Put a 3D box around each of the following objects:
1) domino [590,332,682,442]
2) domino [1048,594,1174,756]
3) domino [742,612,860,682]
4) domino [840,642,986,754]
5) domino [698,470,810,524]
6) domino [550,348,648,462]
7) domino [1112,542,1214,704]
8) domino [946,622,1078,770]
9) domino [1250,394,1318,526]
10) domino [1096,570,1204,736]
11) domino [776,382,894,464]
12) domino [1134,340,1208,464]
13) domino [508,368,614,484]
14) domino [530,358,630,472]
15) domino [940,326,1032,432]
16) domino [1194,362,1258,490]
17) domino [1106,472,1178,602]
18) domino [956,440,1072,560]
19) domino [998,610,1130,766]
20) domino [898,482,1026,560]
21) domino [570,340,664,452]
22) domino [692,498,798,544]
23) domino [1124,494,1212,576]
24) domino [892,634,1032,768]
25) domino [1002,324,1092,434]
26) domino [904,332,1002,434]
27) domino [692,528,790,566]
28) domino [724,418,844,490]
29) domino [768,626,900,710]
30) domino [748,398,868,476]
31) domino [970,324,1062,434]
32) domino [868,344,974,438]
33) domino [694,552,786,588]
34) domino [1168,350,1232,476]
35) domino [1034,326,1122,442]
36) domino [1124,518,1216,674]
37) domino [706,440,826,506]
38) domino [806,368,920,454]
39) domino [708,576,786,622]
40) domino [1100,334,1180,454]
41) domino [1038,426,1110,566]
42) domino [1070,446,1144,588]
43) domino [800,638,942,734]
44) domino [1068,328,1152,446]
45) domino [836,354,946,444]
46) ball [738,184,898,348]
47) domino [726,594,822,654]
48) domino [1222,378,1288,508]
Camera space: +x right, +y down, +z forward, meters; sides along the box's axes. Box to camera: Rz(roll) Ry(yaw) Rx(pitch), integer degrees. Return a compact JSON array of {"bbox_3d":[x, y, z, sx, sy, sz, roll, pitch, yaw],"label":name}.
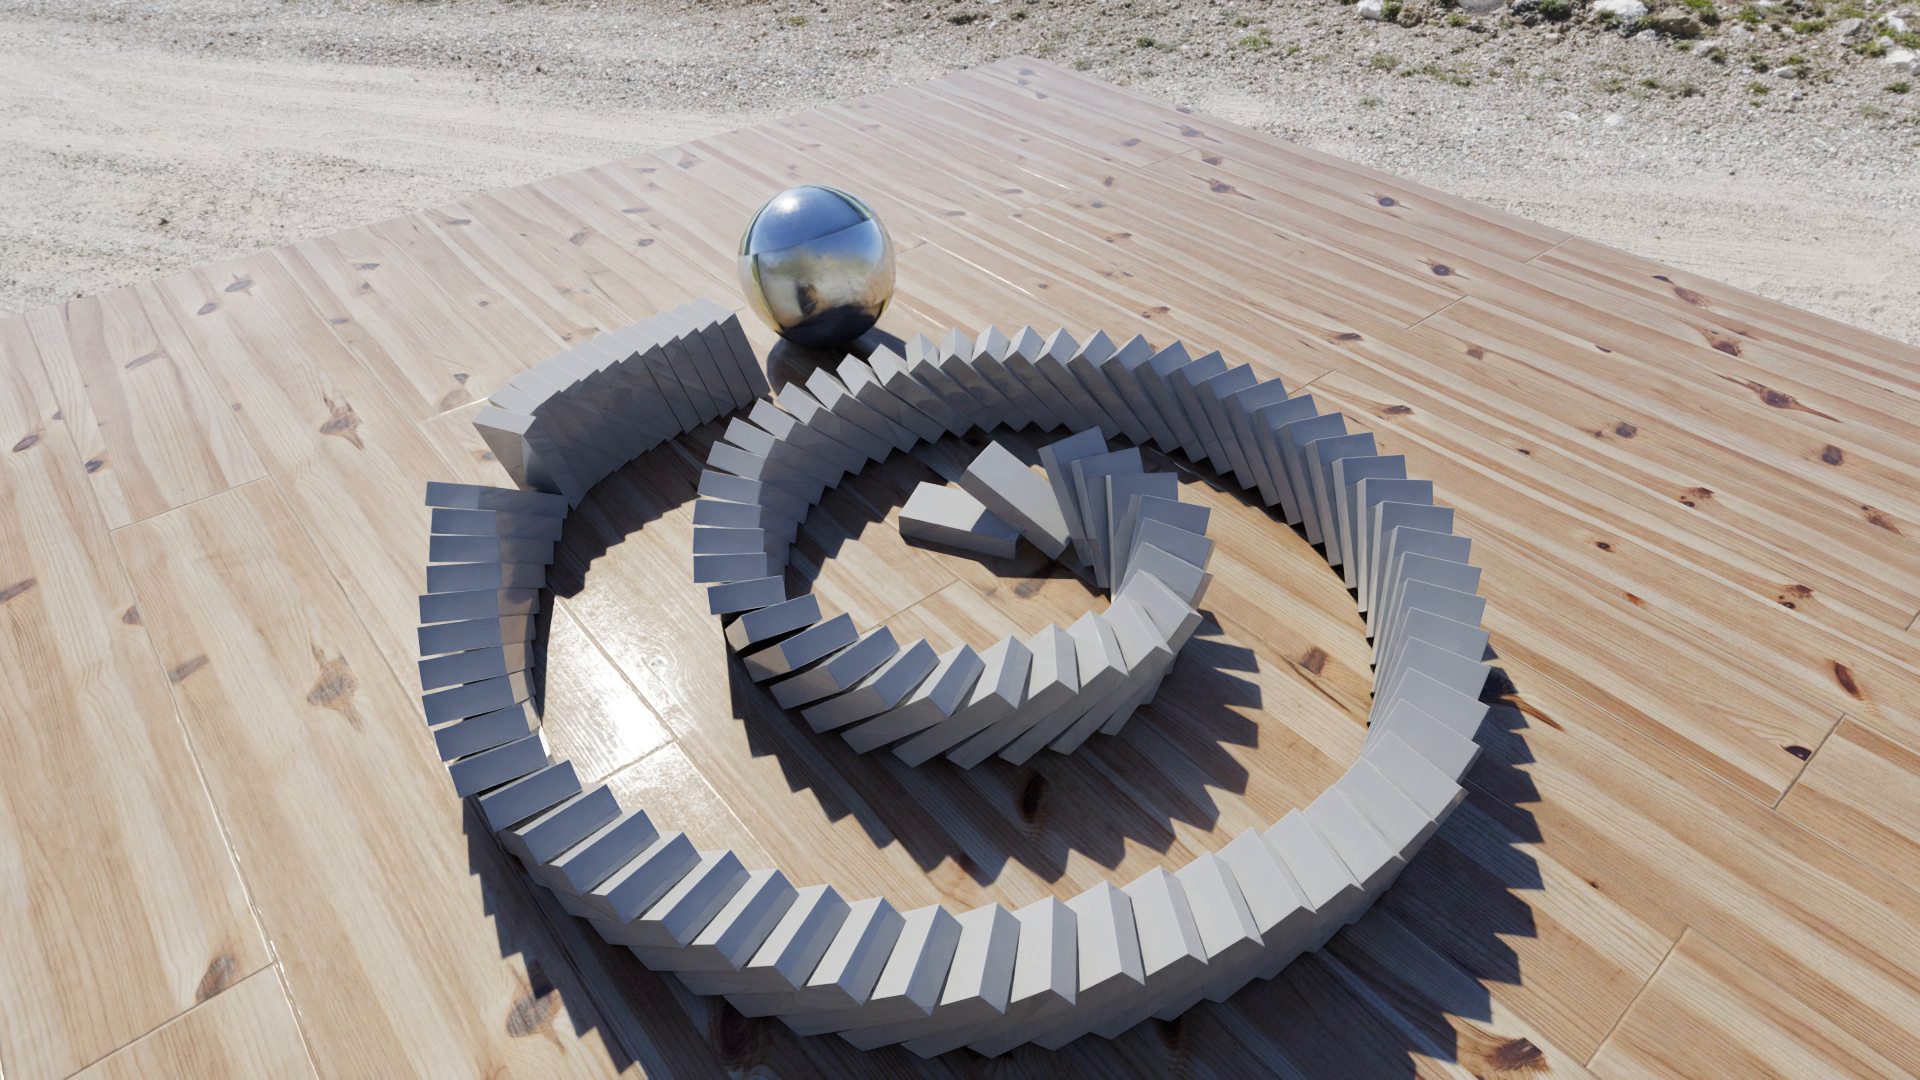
[{"bbox_3d":[-0.145,-0.068,0.494,0.025,0.050,0.010,30,65,31],"label":"domino"},{"bbox_3d":[0.045,0.045,0.362,0.010,0.050,0.025,27,24,-37],"label":"domino"},{"bbox_3d":[-0.055,0.037,0.372,0.025,0.050,0.009,-24,90,-27],"label":"domino"},{"bbox_3d":[-0.016,0.052,0.354,0.009,0.050,0.025,49,47,-10],"label":"domino"},{"bbox_3d":[-0.081,-0.017,0.438,0.025,0.009,0.050,12,-4,14],"label":"domino"},{"bbox_3d":[-0.158,-0.059,0.483,0.025,0.050,0.010,30,65,31],"label":"domino"},{"bbox_3d":[0.065,0.029,0.381,0.025,0.050,0.009,29,7,30],"label":"domino"},{"bbox_3d":[0.016,0.051,0.355,0.010,0.050,0.025,36,32,-25],"label":"domino"},{"bbox_3d":[0.142,-0.034,0.460,0.025,0.009,0.050,-16,85,-19],"label":"domino"},{"bbox_3d":[0.056,0.038,0.370,0.010,0.050,0.025,21,18,-47],"label":"domino"},{"bbox_3d":[-0.054,-0.051,0.480,0.025,0.009,0.050,39,9,38],"label":"domino"},{"bbox_3d":[0.102,-0.062,0.494,0.025,0.009,0.050,-35,94,-35],"label":"domino"},{"bbox_3d":[-0.170,-0.048,0.470,0.025,0.050,0.009,30,65,31],"label":"domino"},{"bbox_3d":[-0.164,-0.053,0.476,0.025,0.050,0.009,30,65,31],"label":"domino"},{"bbox_3d":[0.012,-0.074,0.508,0.050,0.010,0.025,37,31,-25],"label":"domino"},{"bbox_3d":[0.124,-0.050,0.479,0.025,0.010,0.050,-23,88,-27],"label":"domino"},{"bbox_3d":[0.069,0.000,0.415,0.025,0.050,0.010,-3,3,-3],"label":"domino"},{"bbox_3d":[0.026,-0.016,0.445,0.050,0.010,0.025,38,43,2],"label":"domino"},{"bbox_3d":[0.031,0.048,0.358,0.009,0.050,0.025,31,27,-31],"label":"domino"},{"bbox_3d":[0.003,-0.008,0.454,0.050,0.010,0.025,13,41,15],"label":"domino"},{"bbox_3d":[-0.152,-0.064,0.489,0.025,0.050,0.009,30,65,31],"label":"domino"},{"bbox_3d":[-0.082,-0.007,0.426,0.025,0.009,0.050,6,-5,8],"label":"domino"},{"bbox_3d":[0.074,0.010,0.403,0.025,0.050,0.010,12,2,13],"label":"domino"},{"bbox_3d":[0.000,0.052,0.353,0.009,0.050,0.025,41,38,-17],"label":"domino"},{"bbox_3d":[0.043,-0.074,0.508,0.050,0.009,0.025,42,38,-17],"label":"domino"},{"bbox_3d":[-0.003,-0.072,0.506,0.050,0.010,0.025,34,27,-30],"label":"domino"},{"bbox_3d":[-0.081,0.003,0.414,0.025,0.010,0.050,1,-6,2],"label":"domino"},{"bbox_3d":[-0.073,-0.036,0.461,0.025,0.010,0.050,26,1,30],"label":"domino"},{"bbox_3d":[-0.042,0.043,0.365,0.025,0.050,0.010,-33,93,-33],"label":"domino"},{"bbox_3d":[-0.064,-0.044,0.471,0.025,0.010,0.050,32,5,34],"label":"domino"},{"bbox_3d":[0.028,-0.075,0.509,0.050,0.010,0.025,40,35,-20],"label":"domino"},{"bbox_3d":[-0.018,-0.067,0.500,0.050,0.010,0.025,30,19,-40],"label":"domino"},{"bbox_3d":[-0.080,0.012,0.403,0.025,0.050,0.010,-2,84,-2],"label":"domino"},{"bbox_3d":[0.115,-0.057,0.487,0.025,0.010,0.050,-26,89,-30],"label":"domino"},{"bbox_3d":[0.057,-0.072,0.506,0.050,0.010,0.025,44,41,-15],"label":"domino"},{"bbox_3d":[0.071,0.020,0.391,0.025,0.050,0.009,20,3,22],"label":"domino"},{"bbox_3d":[-0.079,-0.027,0.450,0.025,0.050,0.009,19,88,22],"label":"domino"},{"bbox_3d":[-0.043,-0.057,0.488,0.050,0.010,0.025,26,15,-47],"label":"domino"},{"bbox_3d":[-0.075,0.021,0.391,0.025,0.050,0.009,-9,85,-9],"label":"domino"},{"bbox_3d":[0.088,-0.067,0.500,0.050,0.010,0.025,53,49,-8],"label":"domino"},{"bbox_3d":[0.052,-0.017,0.437,0.025,0.050,0.009,-23,4,-28],"label":"domino"},{"bbox_3d":[0.061,-0.009,0.426,0.025,0.050,0.010,-14,3,-16],"label":"domino"},{"bbox_3d":[-0.030,0.048,0.358,0.025,0.050,0.010,-40,98,-37],"label":"domino"},{"bbox_3d":[0.073,-0.070,0.504,0.050,0.010,0.025,48,45,-11],"label":"domino"},{"bbox_3d":[-0.031,-0.063,0.495,0.050,0.010,0.025,28,19,-42],"label":"domino"},{"bbox_3d":[-0.072,-0.138,0.556,0.080,0.080,0.080,0,39,0],"label":"ball"},{"bbox_3d":[-0.065,0.030,0.381,0.025,0.050,0.009,-17,86,-20],"label":"domino"},{"bbox_3d":[0.134,-0.042,0.470,0.025,0.009,0.050,-20,86,-23],"label":"domino"}]
